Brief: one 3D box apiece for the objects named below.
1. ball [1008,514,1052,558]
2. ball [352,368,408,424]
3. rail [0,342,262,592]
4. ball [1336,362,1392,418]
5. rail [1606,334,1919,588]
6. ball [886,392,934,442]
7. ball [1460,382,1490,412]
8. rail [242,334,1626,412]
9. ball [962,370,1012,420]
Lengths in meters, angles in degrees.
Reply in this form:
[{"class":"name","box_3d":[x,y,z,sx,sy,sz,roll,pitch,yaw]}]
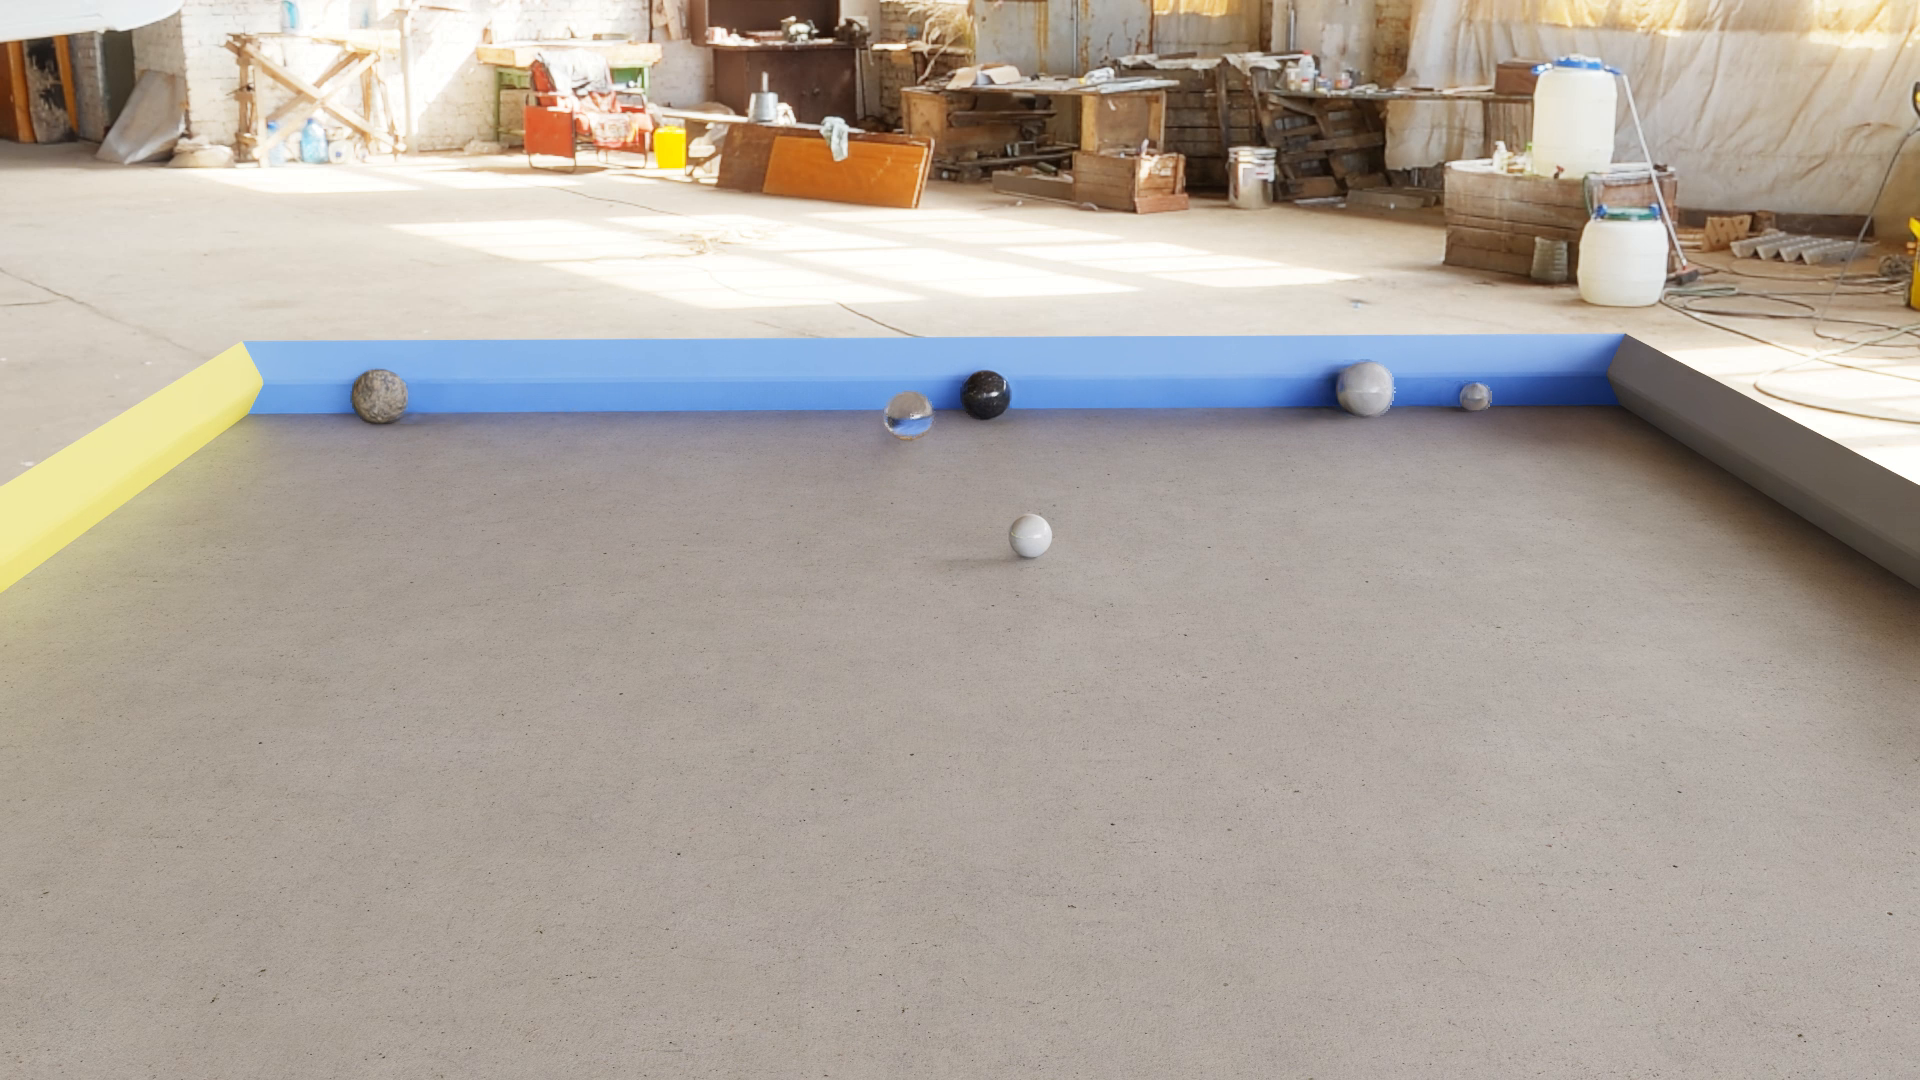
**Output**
[{"class":"ball","box_3d":[0.095,-0.006,2.972,0.059,0.059,0.059,0,15,0]},{"class":"ball","box_3d":[-1.005,-0.249,3.815,0.095,0.095,0.095,0,15,0]},{"class":"rail","box_3d":[-1.174,0.255,1.862,0.045,0.128,4.203,0,15,-2]},{"class":"ball","box_3d":[0.711,-0.265,3.866,0.099,0.099,0.099,0,15,0]},{"class":"rail","box_3d":[1.243,0.234,1.939,0.045,0.128,4.203,0,15,-2]},{"class":"ball","box_3d":[-0.085,-0.206,3.679,0.081,0.081,0.081,0,15,0]},{"class":"ball","box_3d":[0.917,-0.255,3.919,0.051,0.051,0.051,0,15,0]},{"class":"rail","box_3d":[-0.034,-0.292,3.906,2.466,0.128,0.045,0,15,-2]},{"class":"ball","box_3d":[0.047,-0.255,3.850,0.088,0.088,0.088,0,15,0]}]
